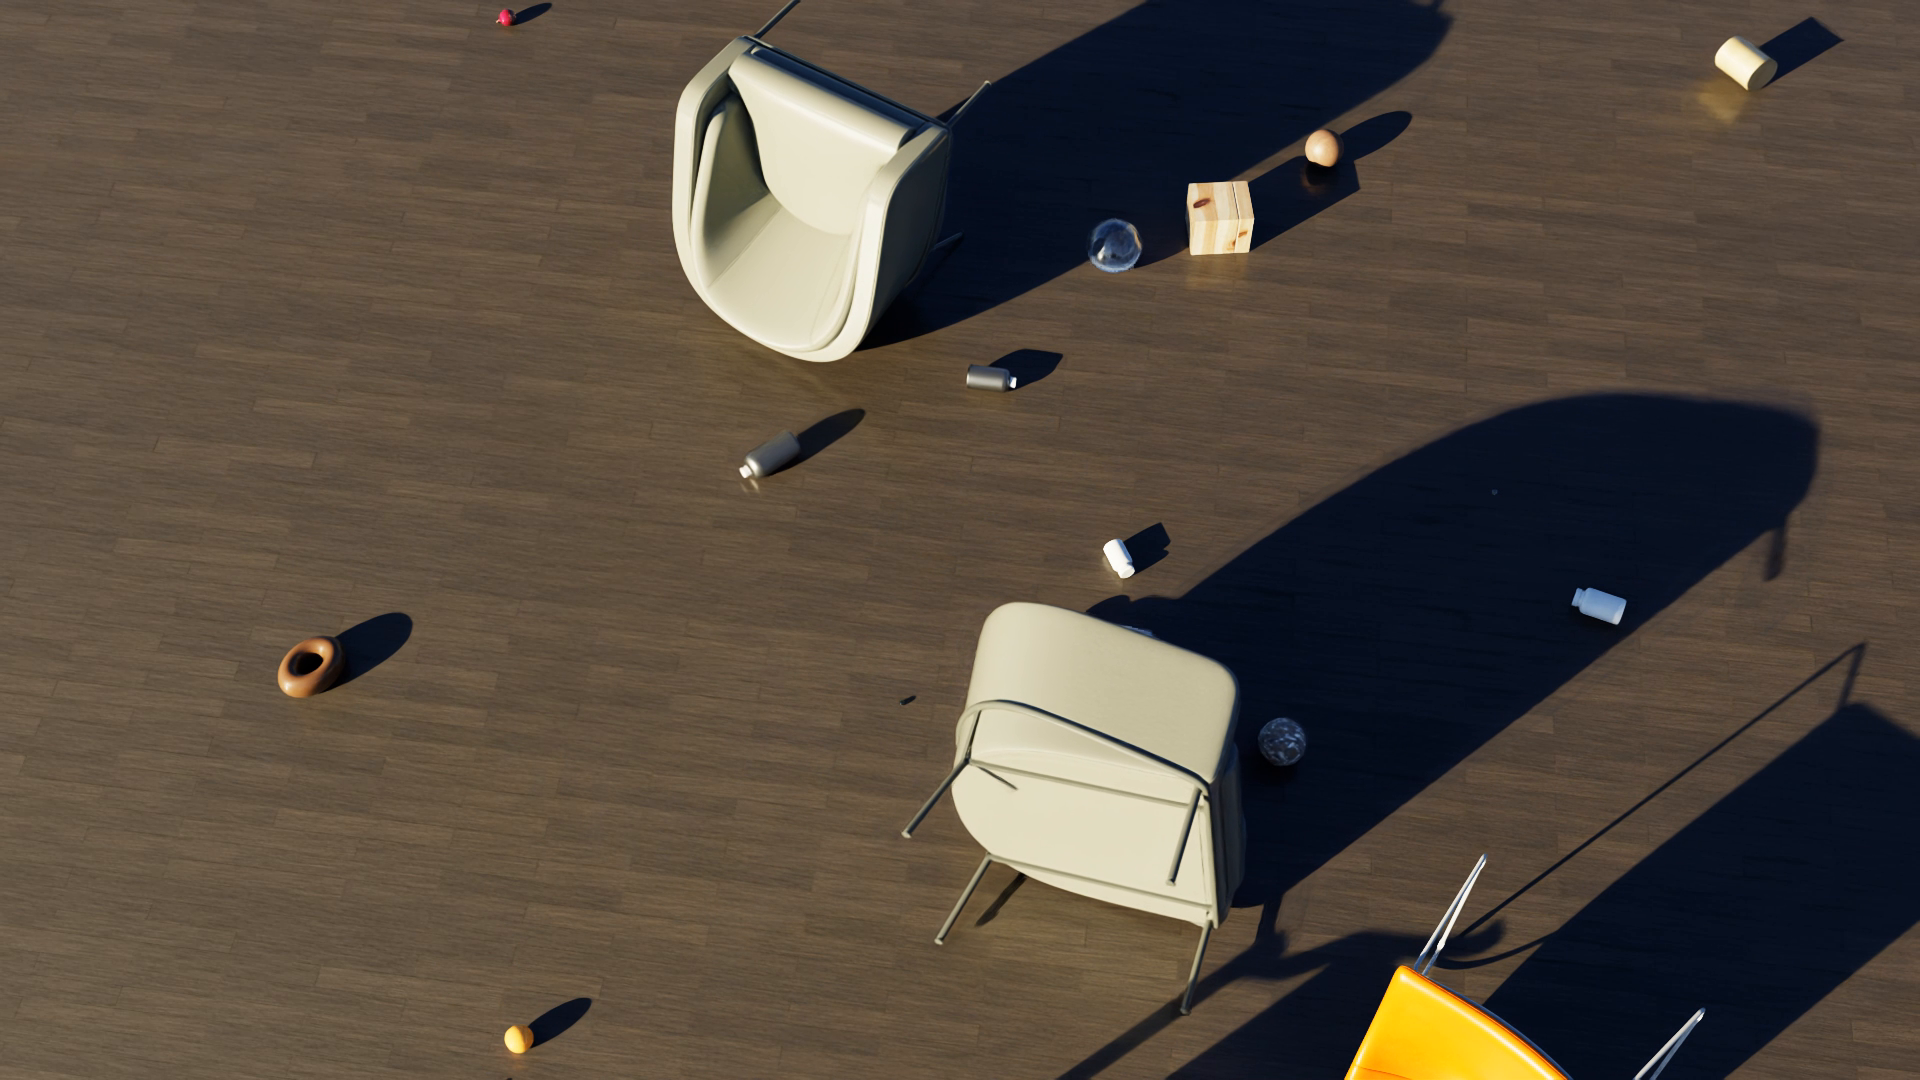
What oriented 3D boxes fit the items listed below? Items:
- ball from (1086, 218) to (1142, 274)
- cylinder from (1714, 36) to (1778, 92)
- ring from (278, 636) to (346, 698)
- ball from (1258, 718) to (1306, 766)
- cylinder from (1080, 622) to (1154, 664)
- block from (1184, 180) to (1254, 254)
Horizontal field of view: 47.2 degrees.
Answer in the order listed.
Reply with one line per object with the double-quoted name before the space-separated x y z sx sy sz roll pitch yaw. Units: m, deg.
"ball" 0.499 -0.950 7.105 0.177 0.177 0.177 0 56 0
"cylinder" 2.713 -1.644 7.587 0.180 0.128 0.148 -3 45 -51
"ring" -1.851 0.361 6.283 0.157 0.082 0.213 35 62 20
"ball" 0.896 0.562 6.116 0.134 0.134 0.134 0 56 0
"cylinder" 0.451 0.297 6.318 0.192 0.091 0.123 5 36 12
"block" 0.846 -1.052 7.182 0.190 0.161 0.165 -3 56 -2
